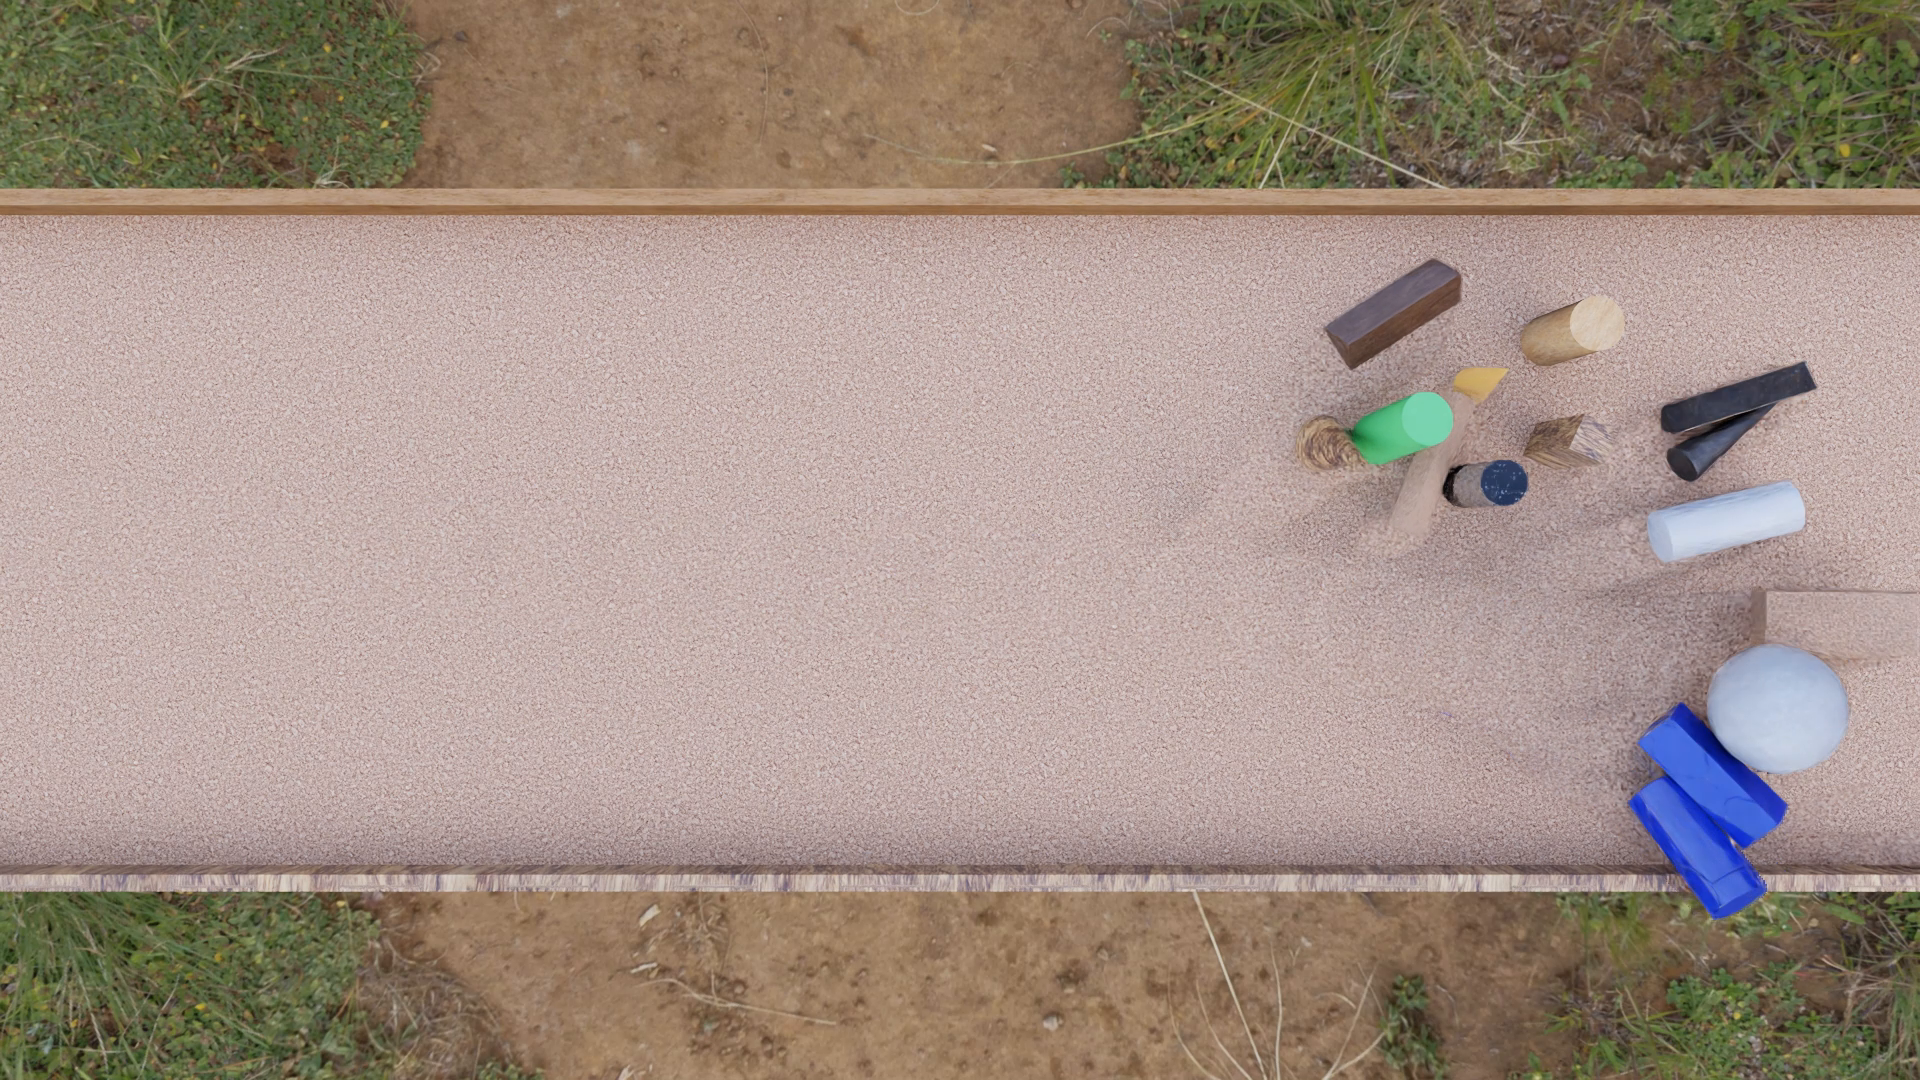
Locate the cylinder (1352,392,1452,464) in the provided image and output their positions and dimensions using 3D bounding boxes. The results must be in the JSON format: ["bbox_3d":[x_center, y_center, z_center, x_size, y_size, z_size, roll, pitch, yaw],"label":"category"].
[{"bbox_3d":[1.308,-0.328,4.890,0.157,0.349,0.157,1,83,-10],"label":"cylinder"}]

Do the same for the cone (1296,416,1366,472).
[{"bbox_3d":[1.138,-0.259,4.883,0.177,0.355,0.177,-2,101,-8],"label":"cone"}]

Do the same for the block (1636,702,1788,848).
[{"bbox_3d":[2.234,0.697,4.902,0.415,0.134,0.134,48,128,14],"label":"block"}]

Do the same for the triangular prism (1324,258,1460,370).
[{"bbox_3d":[1.328,-0.693,5.005,0.397,0.135,0.155,-32,90,0],"label":"triangular prism"}]

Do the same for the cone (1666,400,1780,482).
[{"bbox_3d":[2.377,-0.344,5.047,0.437,0.121,0.121,-33,90,-8],"label":"cone"}]

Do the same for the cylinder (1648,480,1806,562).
[{"bbox_3d":[2.318,-0.056,4.997,0.407,0.160,0.160,-13,90,0],"label":"cylinder"}]

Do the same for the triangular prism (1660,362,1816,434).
[{"bbox_3d":[2.368,-0.415,5.017,0.450,0.078,0.090,-18,134,0],"label":"triangular prism"}]

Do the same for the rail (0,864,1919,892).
[{"bbox_3d":[-2.247,1.025,5.001,12.000,0.150,0.050,0,90,0],"label":"rail"}]

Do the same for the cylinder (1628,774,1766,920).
[{"bbox_3d":[2.181,0.905,4.890,0.172,0.172,0.399,-28,56,0],"label":"cylinder"}]

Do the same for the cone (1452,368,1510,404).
[{"bbox_3d":[1.577,-0.482,4.907,0.114,0.332,0.114,0,87,-1],"label":"cone"}]

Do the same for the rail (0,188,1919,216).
[{"bbox_3d":[-2.247,-1.025,5.002,12.000,0.150,0.050,0,90,0],"label":"rail"}]

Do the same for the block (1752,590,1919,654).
[{"bbox_3d":[2.635,0.242,4.940,0.447,0.176,0.176,1,91,13],"label":"block"}]

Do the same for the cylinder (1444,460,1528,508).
[{"bbox_3d":[1.552,-0.164,4.887,0.132,0.378,0.132,0,90,0],"label":"cylinder"}]

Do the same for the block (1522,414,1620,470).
[{"bbox_3d":[1.803,-0.287,4.881,0.109,0.392,0.109,24,90,0],"label":"block"}]

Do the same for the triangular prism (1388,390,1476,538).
[{"bbox_3d":[1.434,-0.233,5.004,0.111,0.096,0.444,21,93,11],"label":"triangular prism"}]

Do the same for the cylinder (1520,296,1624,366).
[{"bbox_3d":[1.804,-0.613,4.872,0.156,0.408,0.156,0,90,0],"label":"cylinder"}]

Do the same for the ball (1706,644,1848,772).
[{"bbox_3d":[2.380,0.489,4.809,0.371,0.371,0.371,0,90,0],"label":"ball"}]
